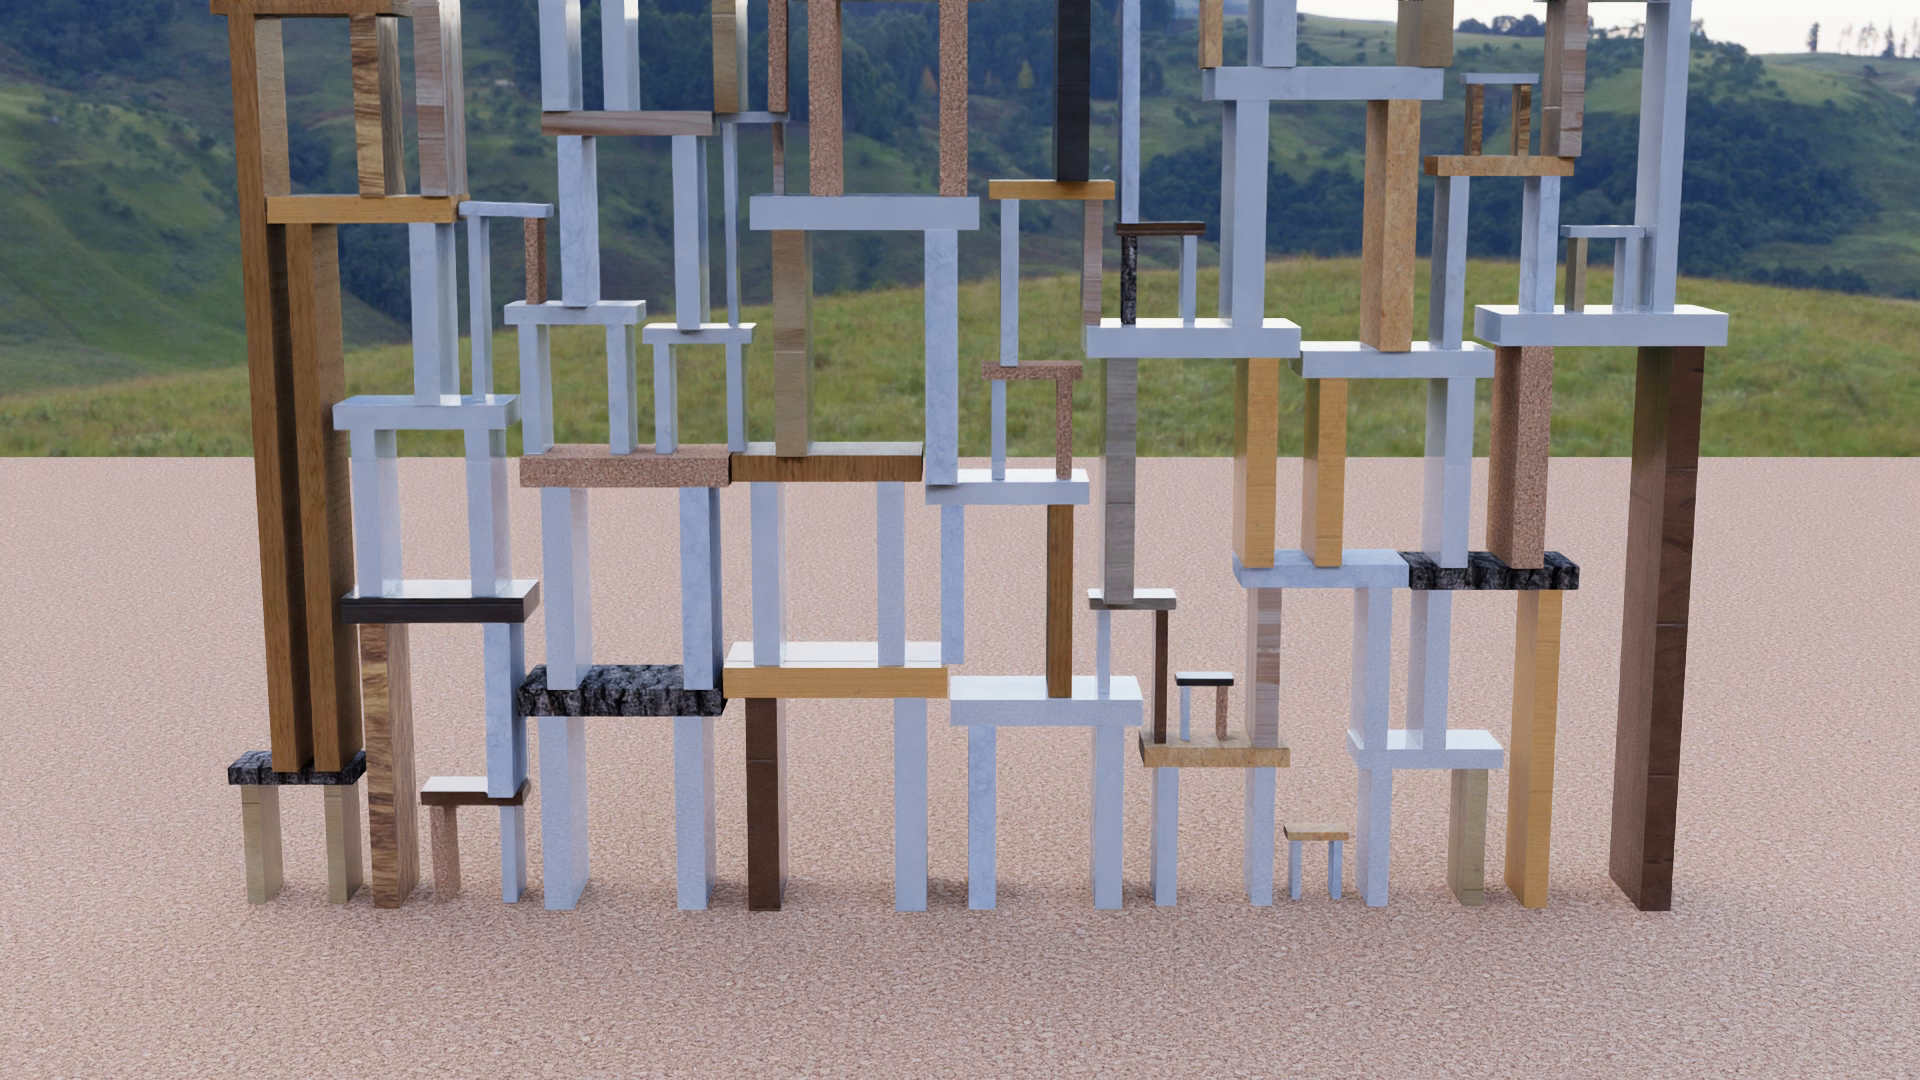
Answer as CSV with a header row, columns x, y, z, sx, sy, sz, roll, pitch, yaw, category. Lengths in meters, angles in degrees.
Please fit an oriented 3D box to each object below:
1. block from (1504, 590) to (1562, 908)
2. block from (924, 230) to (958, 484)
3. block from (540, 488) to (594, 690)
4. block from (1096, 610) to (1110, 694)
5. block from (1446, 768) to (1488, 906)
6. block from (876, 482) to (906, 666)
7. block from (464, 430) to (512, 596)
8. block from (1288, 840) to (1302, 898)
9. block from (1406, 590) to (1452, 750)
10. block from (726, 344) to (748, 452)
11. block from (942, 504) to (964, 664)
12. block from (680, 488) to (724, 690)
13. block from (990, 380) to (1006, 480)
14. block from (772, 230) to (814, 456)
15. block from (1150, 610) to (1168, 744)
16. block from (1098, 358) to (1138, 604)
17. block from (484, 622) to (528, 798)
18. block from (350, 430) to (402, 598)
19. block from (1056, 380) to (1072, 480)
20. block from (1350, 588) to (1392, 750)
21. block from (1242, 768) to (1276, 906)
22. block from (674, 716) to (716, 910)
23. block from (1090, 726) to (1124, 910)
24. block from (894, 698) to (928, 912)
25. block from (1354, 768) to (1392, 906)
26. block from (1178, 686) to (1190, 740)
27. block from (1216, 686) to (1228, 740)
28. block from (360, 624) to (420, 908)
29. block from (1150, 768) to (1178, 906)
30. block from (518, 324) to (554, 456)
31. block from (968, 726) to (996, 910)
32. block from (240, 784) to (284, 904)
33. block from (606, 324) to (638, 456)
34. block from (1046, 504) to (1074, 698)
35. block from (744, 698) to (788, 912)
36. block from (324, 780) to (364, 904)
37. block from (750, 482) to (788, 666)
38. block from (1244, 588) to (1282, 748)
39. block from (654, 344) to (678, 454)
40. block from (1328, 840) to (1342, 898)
x,y,z,sx,sy,sz,roll,pitch,yaw,category
0.942,0.329,3.618,0.037,0.532,0.132,0,11,0,block
-0.029,-0.298,3.500,0.050,0.396,0.176,0,11,0,block
-0.637,0.064,3.569,0.046,0.328,0.164,0,11,0,block
0.233,0.175,3.588,0.020,0.139,0.070,0,11,0,block
0.841,0.475,3.645,0.033,0.234,0.117,0,10,0,block
-0.110,0.041,3.565,0.042,0.299,0.149,0,11,0,block
-0.762,-0.055,3.553,0.038,0.269,0.135,0,11,0,block
0.557,0.541,3.659,0.014,0.101,0.050,0,11,0,block
0.766,0.198,3.594,0.037,0.265,0.132,0,11,0,block
-0.356,-0.232,3.518,0.024,0.172,0.086,0,11,0,block
-0.012,0.060,3.570,0.037,0.260,0.130,0,10,0,block
-0.419,0.064,3.569,0.046,0.328,0.164,0,11,0,block
0.061,-0.182,3.527,0.022,0.158,0.079,0,11,0,block
-0.264,-0.320,3.496,0.050,0.352,0.176,0,11,0,block
0.326,0.216,3.595,0.020,0.224,0.070,0,11,0,block
0.252,-0.106,3.536,0.047,0.392,0.166,0,11,0,block
-0.745,0.262,3.608,0.041,0.290,0.145,0,11,-2,block
-0.941,-0.054,3.550,0.038,0.269,0.135,0,11,-1,block
0.167,-0.182,3.526,0.022,0.158,0.079,0,11,0,block
0.672,0.195,3.597,0.038,0.268,0.133,0,11,0,block
0.496,0.474,3.647,0.033,0.236,0.118,0,11,0,block
-0.438,0.429,3.644,0.046,0.326,0.163,0,11,0,block
0.243,0.437,3.643,0.044,0.310,0.155,0,11,0,block
-0.080,0.413,3.640,0.051,0.358,0.179,0,11,0,block
0.685,0.475,3.645,0.033,0.234,0.117,0,11,0,block
0.370,0.279,3.616,0.013,0.092,0.046,0,11,0,block
0.430,0.279,3.616,0.013,0.092,0.046,0,11,0,block
-0.938,0.355,3.624,0.041,0.479,0.145,0,11,0,block
0.339,0.474,3.647,0.033,0.236,0.118,0,11,0,block
-0.678,-0.246,3.517,0.029,0.207,0.103,0,11,0,block
0.036,0.437,3.643,0.044,0.310,0.155,0,11,0,block
-1.159,0.490,3.654,0.029,0.203,0.101,0,11,0,block
-0.540,-0.246,3.516,0.029,0.207,0.104,0,11,0,block
0.162,0.087,3.574,0.037,0.316,0.130,0,11,0,block
-0.319,0.413,3.640,0.051,0.358,0.179,0,11,0,block
-1.024,0.490,3.654,0.029,0.203,0.101,0,11,0,block
-0.309,0.041,3.565,0.042,0.299,0.149,0,11,0,block
0.495,0.194,3.597,0.038,0.265,0.133,0,10,0,block
-0.470,-0.230,3.518,0.024,0.176,0.086,0,11,0,block
0.624,0.541,3.659,0.014,0.101,0.050,0,11,0,block
